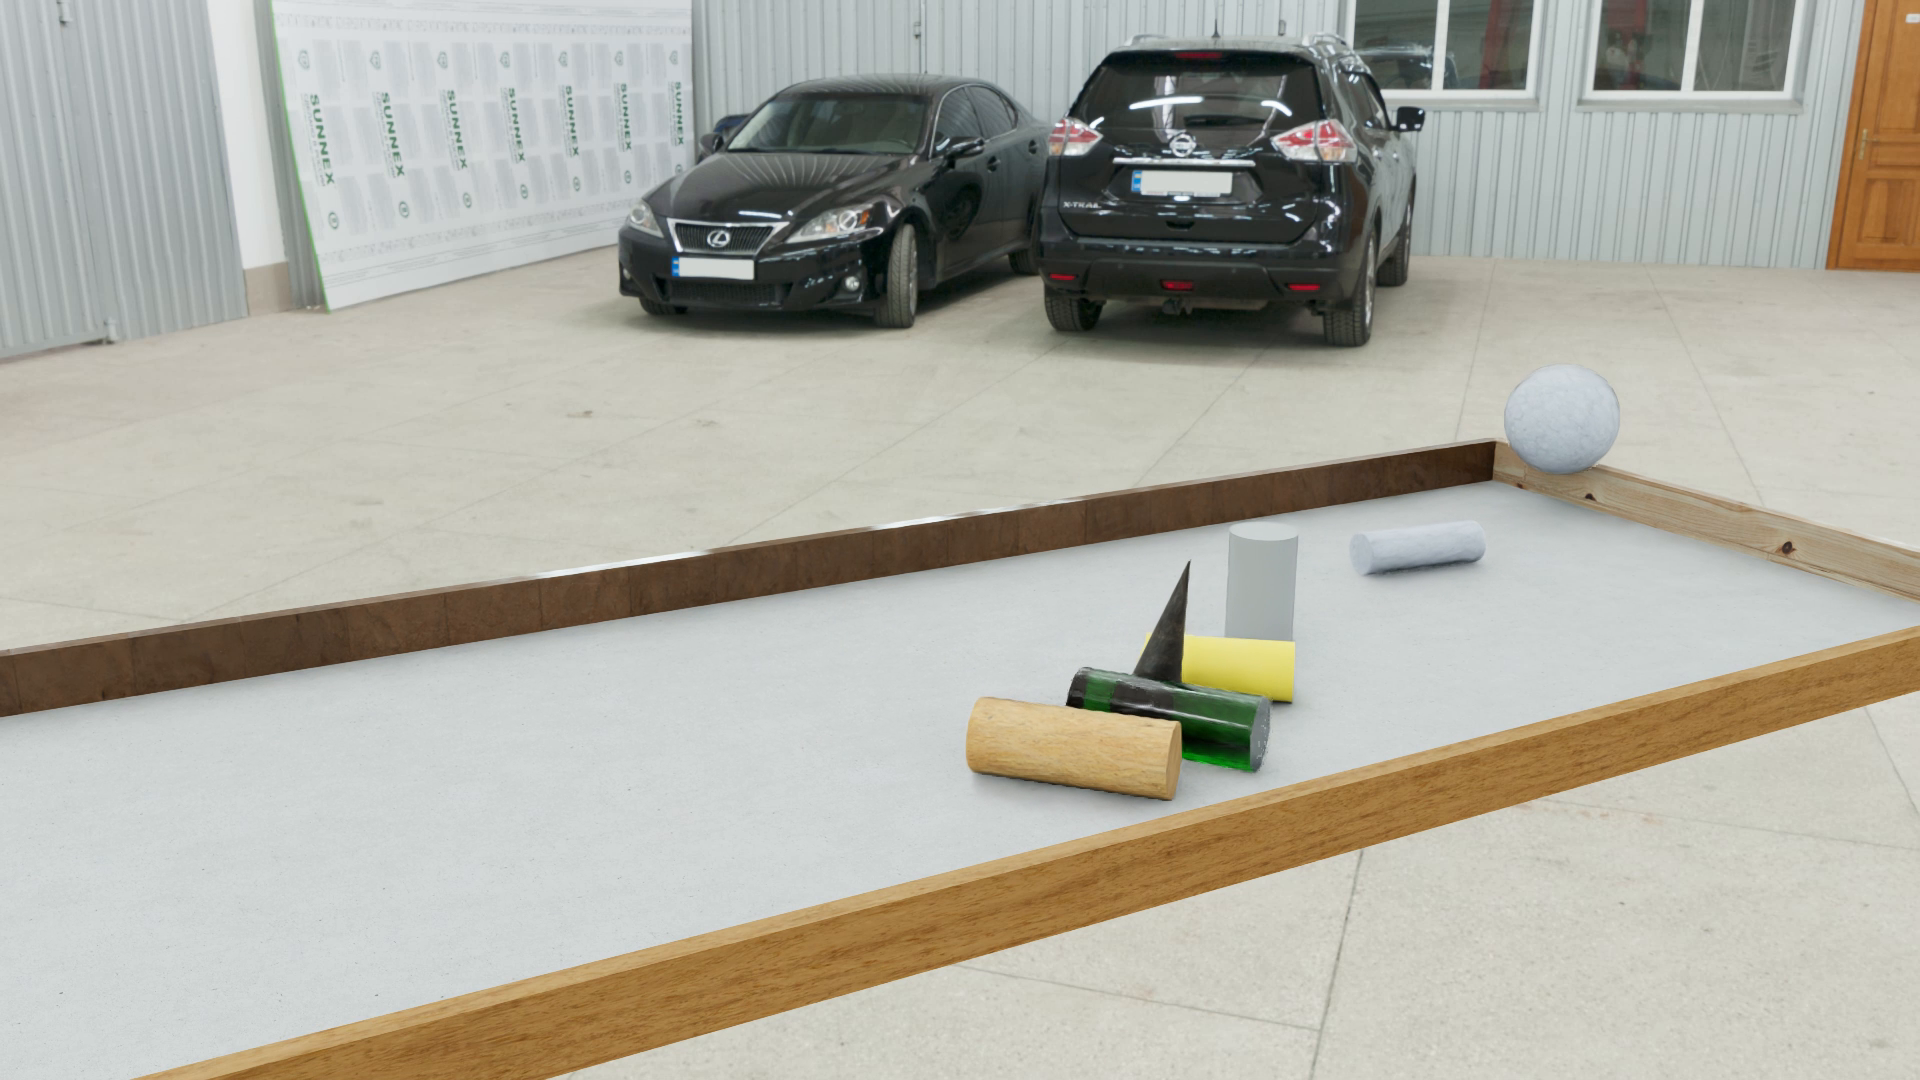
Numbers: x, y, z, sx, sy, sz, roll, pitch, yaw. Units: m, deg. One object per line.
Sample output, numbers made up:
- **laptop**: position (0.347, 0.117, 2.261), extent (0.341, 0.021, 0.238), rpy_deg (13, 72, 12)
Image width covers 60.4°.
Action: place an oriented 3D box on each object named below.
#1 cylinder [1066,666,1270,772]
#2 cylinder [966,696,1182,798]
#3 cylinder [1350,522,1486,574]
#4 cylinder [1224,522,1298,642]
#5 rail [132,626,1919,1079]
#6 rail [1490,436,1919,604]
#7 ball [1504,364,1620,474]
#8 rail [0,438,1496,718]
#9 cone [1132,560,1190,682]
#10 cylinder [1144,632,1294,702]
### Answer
- **cylinder**: position (0.465, 0.399, 3.699), extent (0.425, 0.168, 0.168), rpy_deg (8, 18, 24)
- **cylinder**: position (0.246, 0.444, 3.552), extent (0.437, 0.164, 0.164), rpy_deg (6, 17, 18)
- **cylinder**: position (1.404, 0.022, 5.059), extent (0.407, 0.124, 0.124), rpy_deg (-6, 17, -19)
- **cylinder**: position (0.804, 0.122, 4.404), extent (0.180, 0.303, 0.180), rpy_deg (0, 16, 0)
- **rail**: position (-2.336, 1.006, 1.665), extent (12.000, 0.150, 0.050), rpy_deg (-9, 18, -27)
- **rail**: position (2.466, -0.048, 5.253), extent (0.050, 0.150, 2.100), rpy_deg (-9, 18, -27)
- **ball**: position (2.066, -0.418, 5.663), extent (0.377, 0.377, 0.377), rpy_deg (0, 16, 0)
- **rail**: position (-3.305, 0.497, 3.399), extent (12.000, 0.150, 0.050), rpy_deg (-9, 18, -27)
- **cone**: position (0.484, 0.224, 3.827), extent (0.149, 0.409, 0.149), rpy_deg (11, 20, -4)
- **cylinder**: position (0.634, 0.311, 4.037), extent (0.357, 0.146, 0.146), rpy_deg (3, 17, 10)
